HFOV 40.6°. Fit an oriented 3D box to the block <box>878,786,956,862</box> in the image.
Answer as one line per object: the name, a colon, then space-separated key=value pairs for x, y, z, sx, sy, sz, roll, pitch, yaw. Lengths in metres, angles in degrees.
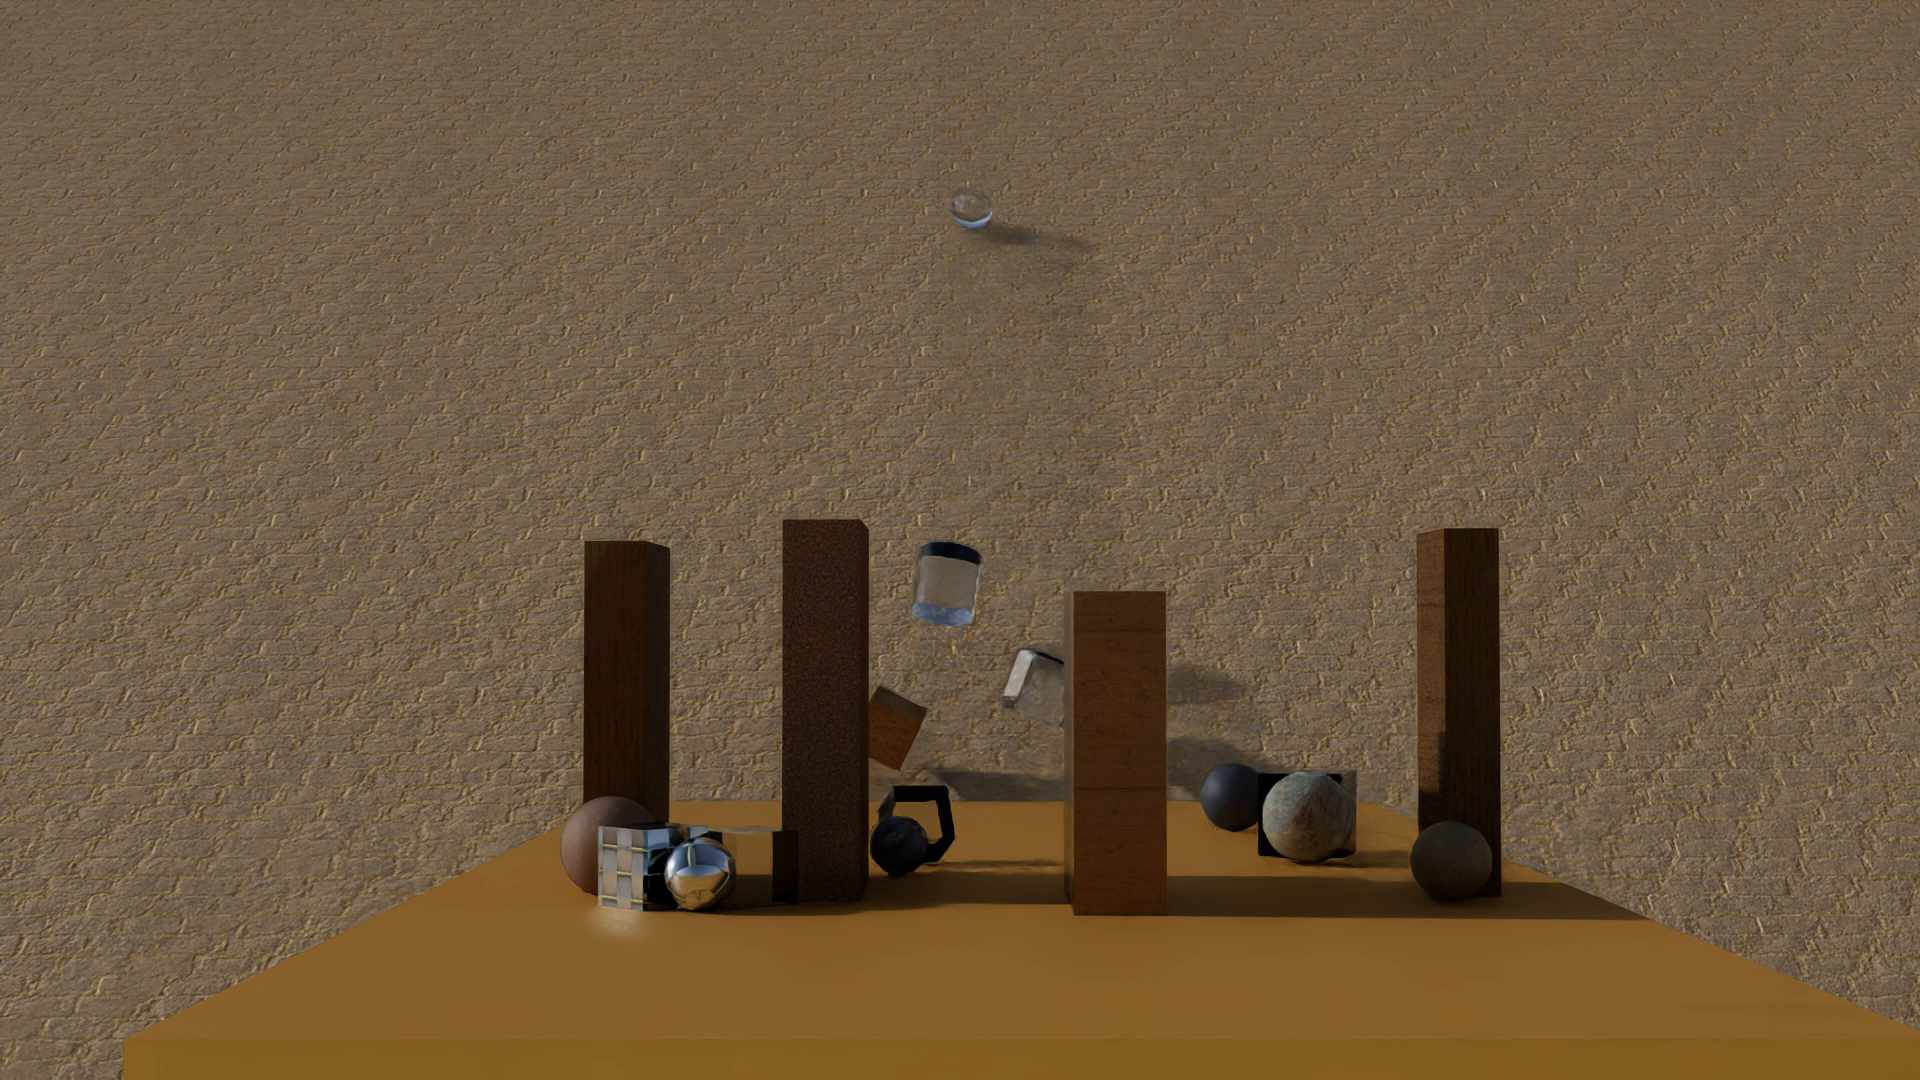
block: x=-0.085 y=0.551 z=5.040 sx=0.110 sy=0.110 sz=0.110 roll=1 pitch=59 yaw=-20

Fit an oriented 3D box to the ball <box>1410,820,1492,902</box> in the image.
ball: x=0.818 y=0.534 z=4.330 sx=0.134 sy=0.134 sz=0.134 roll=0 pitch=36 yaw=0

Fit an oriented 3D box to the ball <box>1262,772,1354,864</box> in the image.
ball: x=0.673 y=0.536 z=5.025 sx=0.179 sy=0.179 sz=0.179 roll=0 pitch=36 yaw=0

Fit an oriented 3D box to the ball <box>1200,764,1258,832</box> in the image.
ball: x=0.617 y=0.578 z=5.840 sx=0.152 sy=0.152 sz=0.152 roll=0 pitch=36 yaw=0

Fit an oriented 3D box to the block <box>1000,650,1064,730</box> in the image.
block: x=0.234 y=0.410 z=7.118 sx=0.168 sy=0.168 sz=0.168 roll=22 pitch=-7 yaw=-14

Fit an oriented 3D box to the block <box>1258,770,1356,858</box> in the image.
block: x=0.700 y=0.550 z=5.236 sx=0.166 sy=0.166 sz=0.166 roll=-1 pitch=-2 yaw=19

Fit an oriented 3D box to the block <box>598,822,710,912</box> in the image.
block: x=-0.503 y=0.534 z=4.263 sx=0.130 sy=0.130 sz=0.130 roll=2 pitch=-3 yaw=-41

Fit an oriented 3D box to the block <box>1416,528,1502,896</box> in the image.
block: x=0.869 y=0.296 z=4.538 sx=0.093 sy=0.624 sz=0.266 roll=0 pitch=-2 yaw=0

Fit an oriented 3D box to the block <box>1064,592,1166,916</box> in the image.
block: x=0.254 y=0.344 z=4.310 sx=0.147 sy=0.513 sz=0.386 roll=0 pitch=-2 yaw=0

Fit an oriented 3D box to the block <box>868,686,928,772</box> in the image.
block: x=-0.193 y=0.509 z=7.021 sx=0.151 sy=0.151 sz=0.151 roll=25 pitch=11 yaw=1

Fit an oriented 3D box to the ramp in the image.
ramp: x=0.078 y=0.670 z=4.859 sx=2.000 sy=0.100 sz=4.000 roll=0 pitch=-2 yaw=0

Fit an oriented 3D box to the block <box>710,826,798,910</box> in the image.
block: x=-0.353 y=0.539 z=4.284 sx=0.122 sy=0.122 sz=0.122 roll=2 pitch=-3 yaw=-39

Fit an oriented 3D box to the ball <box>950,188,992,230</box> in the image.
ball: x=0.043 y=-1.214 z=9.527 sx=0.154 sy=0.154 sz=0.154 roll=0 pitch=36 yaw=0

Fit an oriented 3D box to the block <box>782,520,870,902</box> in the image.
block: x=-0.231 y=0.291 z=4.532 sx=0.129 sy=0.635 sz=0.426 roll=0 pitch=-2 yaw=0

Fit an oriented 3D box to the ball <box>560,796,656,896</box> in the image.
ball: x=-0.589 y=0.518 z=4.389 sx=0.172 sy=0.172 sz=0.172 roll=0 pitch=36 yaw=0

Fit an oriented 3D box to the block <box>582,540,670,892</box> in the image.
block: x=-0.596 y=0.311 z=4.672 sx=0.106 sy=0.605 sz=0.380 roll=0 pitch=-2 yaw=0

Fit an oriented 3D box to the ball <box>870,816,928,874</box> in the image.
ball: x=-0.112 y=0.564 z=4.799 sx=0.108 sy=0.108 sz=0.108 roll=0 pitch=36 yaw=0

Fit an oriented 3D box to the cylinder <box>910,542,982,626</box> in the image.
cylinder: x=-0.039 y=0.127 z=7.485 sx=0.184 sy=0.184 sz=0.184 roll=5 pitch=67 yaw=8

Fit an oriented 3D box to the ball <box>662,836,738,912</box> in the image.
ball: x=-0.417 y=0.537 z=4.173 sx=0.119 sy=0.119 sz=0.119 roll=0 pitch=36 yaw=0
